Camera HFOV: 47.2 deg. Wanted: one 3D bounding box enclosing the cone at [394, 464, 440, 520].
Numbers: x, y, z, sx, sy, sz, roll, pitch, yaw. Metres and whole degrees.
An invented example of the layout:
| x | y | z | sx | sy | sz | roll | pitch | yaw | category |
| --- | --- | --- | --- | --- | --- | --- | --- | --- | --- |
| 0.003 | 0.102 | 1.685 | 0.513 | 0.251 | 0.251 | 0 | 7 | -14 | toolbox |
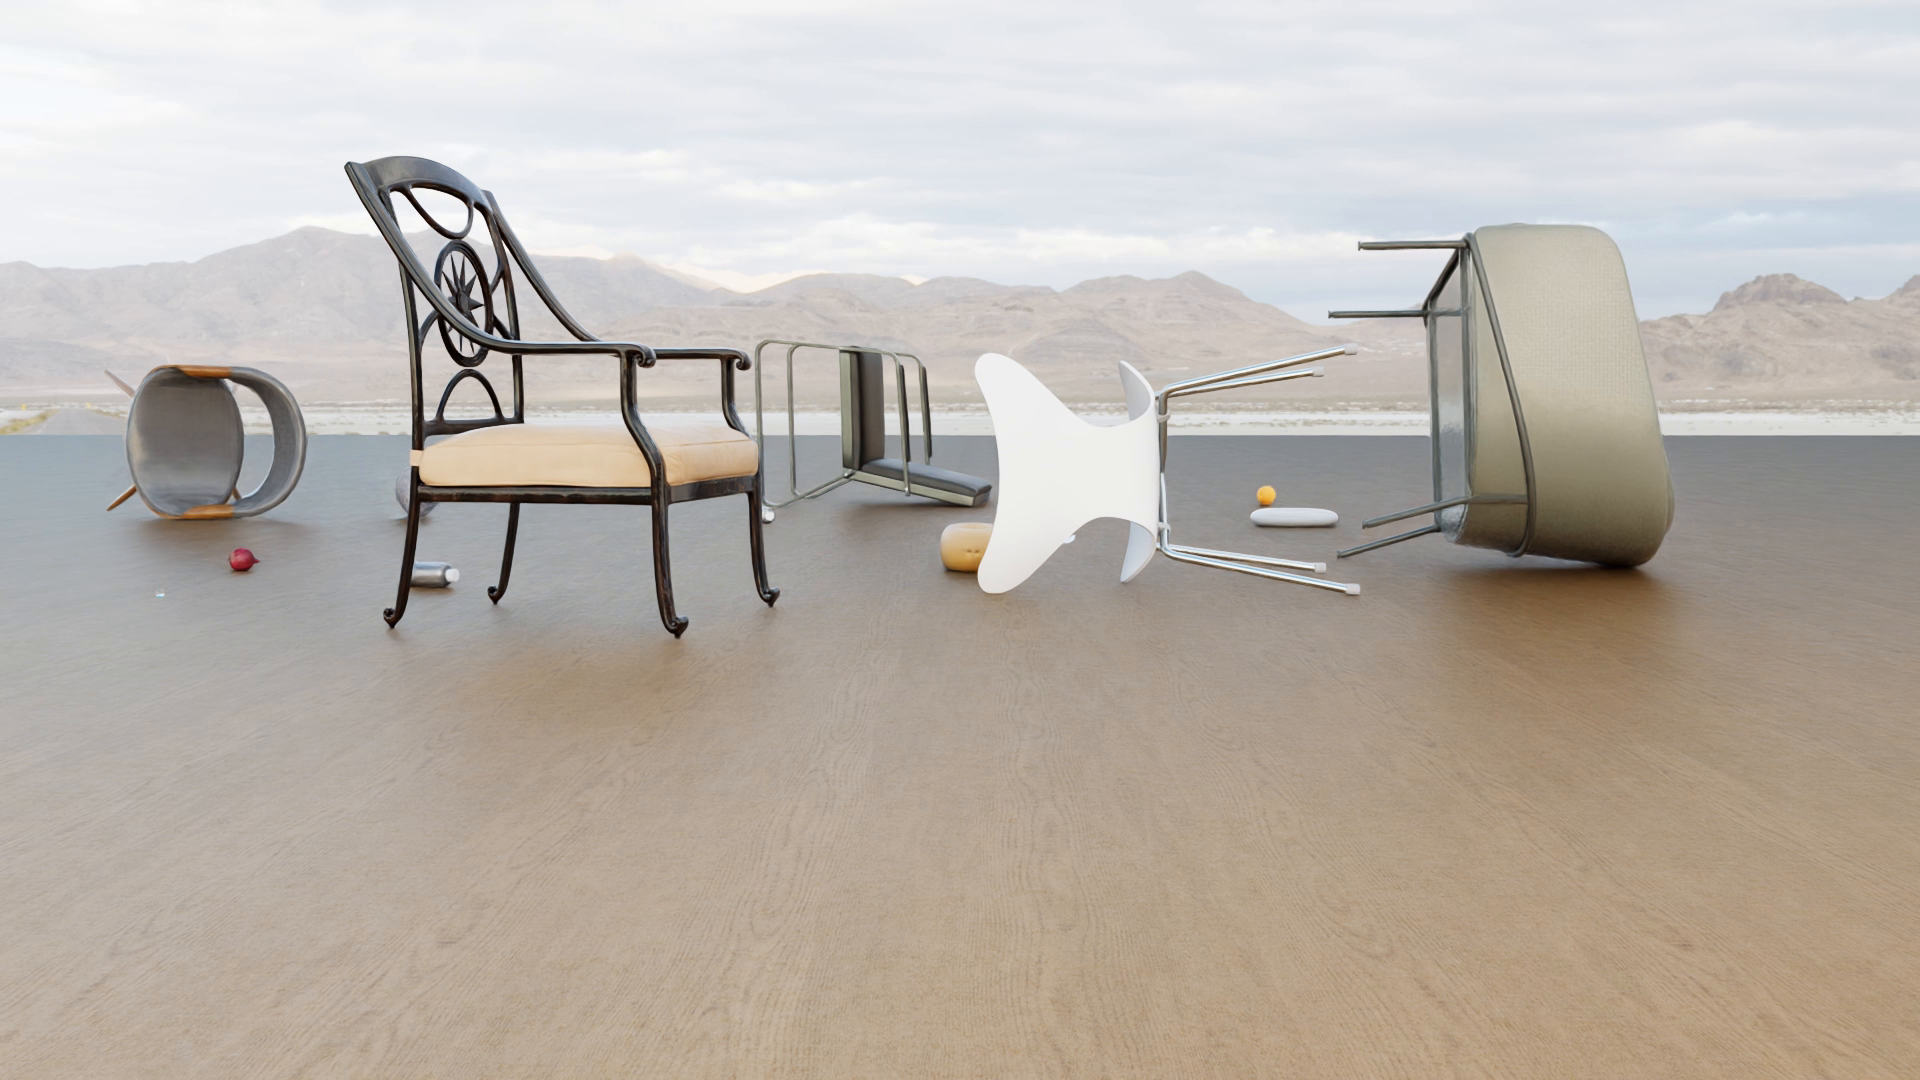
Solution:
| x | y | z | sx | sy | sz | roll | pitch | yaw | category |
| --- | --- | --- | --- | --- | --- | --- | --- | --- | --- |
| -1.894 | -0.123 | 7.661 | 0.155 | 0.207 | 0.209 | 0 | 30 | -12 | cone |

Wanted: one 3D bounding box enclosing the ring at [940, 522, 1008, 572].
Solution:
| x | y | z | sx | sy | sz | roll | pitch | yaw | category |
| --- | --- | --- | --- | --- | --- | --- | --- | --- | --- |
| 0.035 | 0.018 | 5.518 | 0.172 | 0.108 | 0.334 | 2 | 5 | 1 | ring |

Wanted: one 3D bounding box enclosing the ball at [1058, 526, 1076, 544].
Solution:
| x | y | z | sx | sy | sz | roll | pitch | yaw | category |
| --- | --- | --- | --- | --- | --- | --- | --- | --- | --- |
| 0.310 | -0.016 | 6.396 | 0.052 | 0.052 | 0.052 | 0 | 4 | 0 | ball |

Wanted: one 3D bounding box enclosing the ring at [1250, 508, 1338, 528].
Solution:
| x | y | z | sx | sy | sz | roll | pitch | yaw | category |
| --- | --- | --- | --- | --- | --- | --- | --- | --- | --- |
| 1.100 | -0.074 | 7.235 | 0.289 | 0.053 | 0.242 | 1 | 5 | 1 | ring |
